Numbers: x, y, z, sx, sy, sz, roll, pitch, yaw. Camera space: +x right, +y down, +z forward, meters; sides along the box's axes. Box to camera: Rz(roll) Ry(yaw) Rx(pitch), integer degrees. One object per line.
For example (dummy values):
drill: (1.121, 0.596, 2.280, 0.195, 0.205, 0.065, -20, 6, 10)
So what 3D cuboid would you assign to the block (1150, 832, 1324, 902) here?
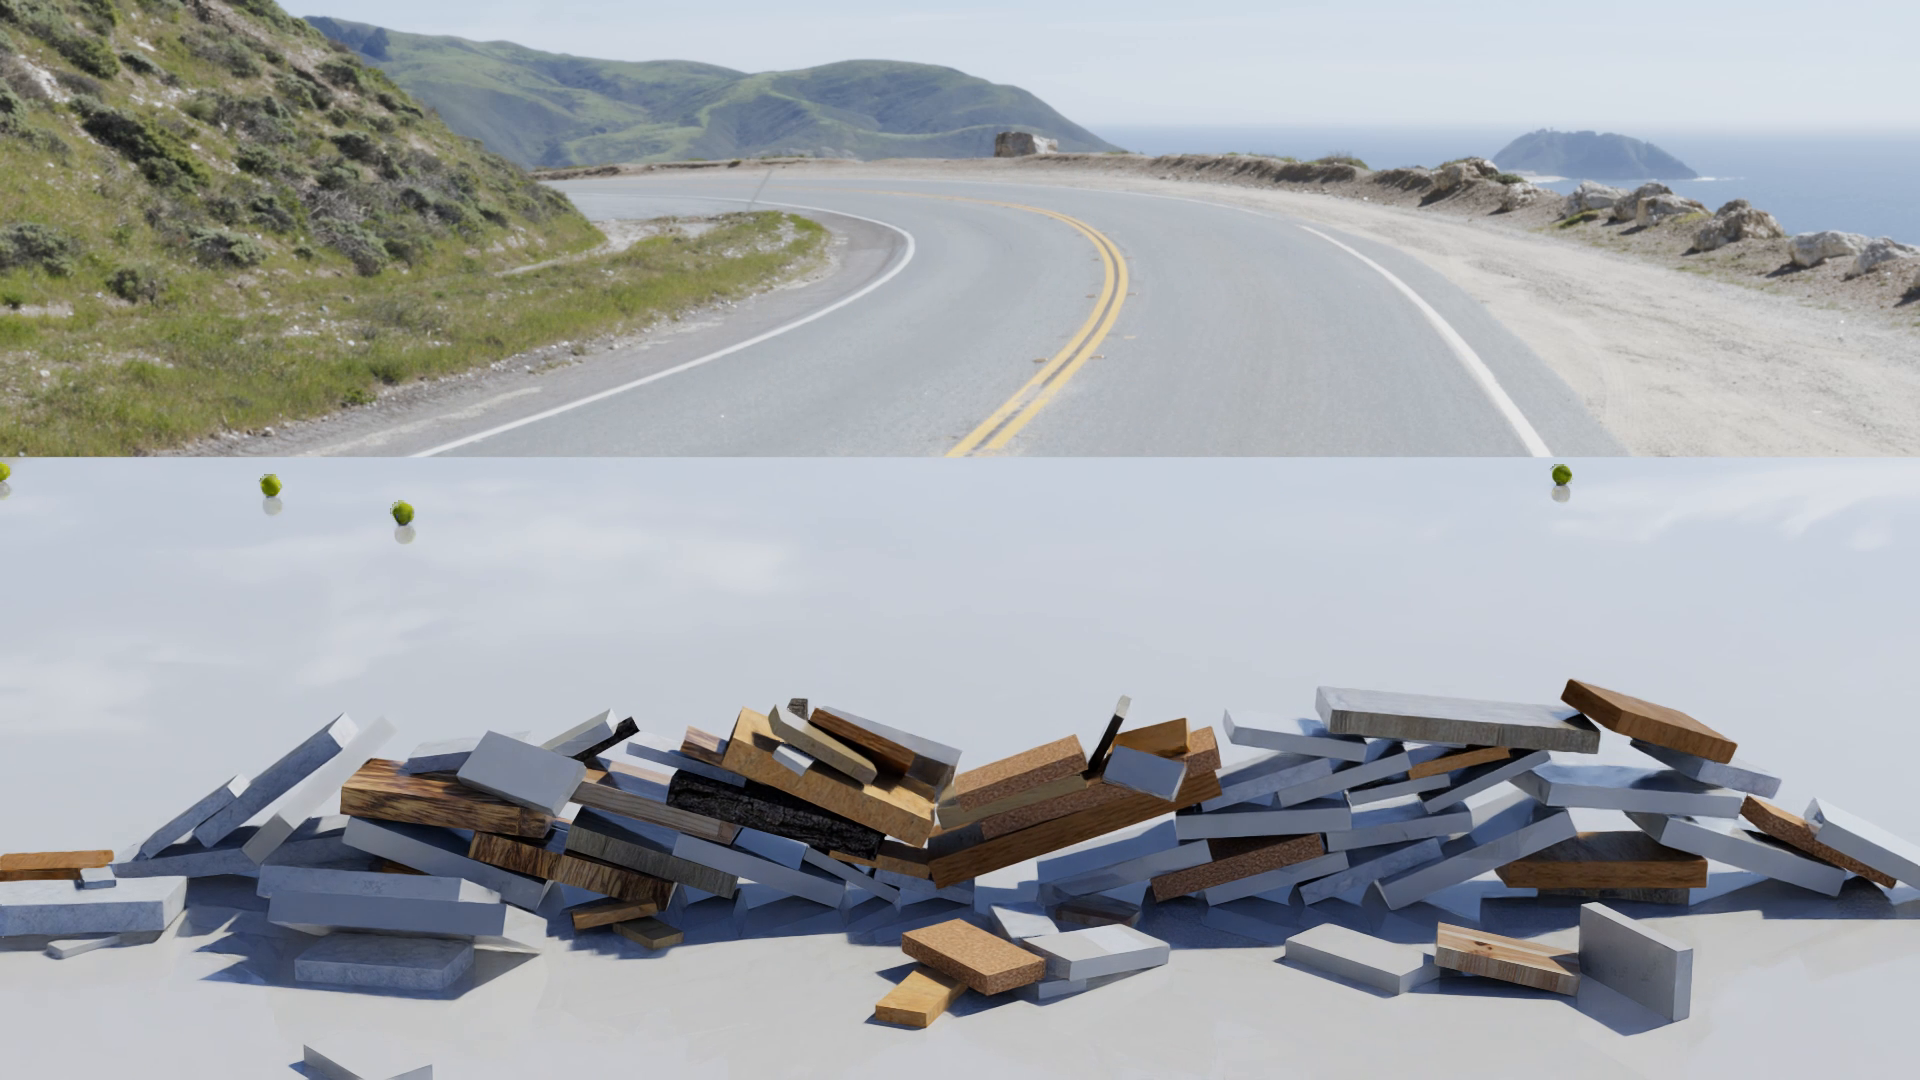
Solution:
block: (0.452, 0.522, 3.660, 0.283, 0.040, 0.142, -16, 10, 2)

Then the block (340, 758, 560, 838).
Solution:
block: (-0.837, 0.426, 3.646, 0.333, 0.047, 0.167, 7, 11, 0)

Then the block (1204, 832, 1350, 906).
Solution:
block: (0.518, 0.543, 3.660, 0.238, 0.034, 0.119, -16, 10, 2)

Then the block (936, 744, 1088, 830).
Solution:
block: (0.088, 0.406, 3.614, 0.247, 0.035, 0.123, -17, 10, 10)

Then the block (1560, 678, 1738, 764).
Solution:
block: (1.142, 0.301, 3.646, 0.273, 0.039, 0.136, 16, 12, -29)

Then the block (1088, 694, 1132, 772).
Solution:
block: (0.243, 0.316, 3.591, 0.017, 0.121, 0.061, 26, 32, 2)

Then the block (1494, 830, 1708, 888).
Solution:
block: (1.054, 0.532, 3.663, 0.325, 0.046, 0.162, 0, 10, -2)

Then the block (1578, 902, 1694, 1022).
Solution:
block: (0.991, 0.618, 3.234, 0.030, 0.105, 0.210, -5, 11, -23)

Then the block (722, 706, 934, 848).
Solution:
block: (-0.212, 0.389, 3.617, 0.352, 0.050, 0.176, 24, 11, -5)

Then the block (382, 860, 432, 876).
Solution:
block: (-0.860, 0.559, 3.658, 0.182, 0.026, 0.091, 12, 12, -1)

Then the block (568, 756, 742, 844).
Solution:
block: (-0.501, 0.430, 3.657, 0.285, 0.040, 0.143, 15, 10, 3)

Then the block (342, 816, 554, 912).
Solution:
block: (-0.839, 0.512, 3.656, 0.333, 0.047, 0.166, 20, 10, -3)

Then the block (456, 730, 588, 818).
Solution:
block: (-0.716, 0.381, 3.592, 0.192, 0.027, 0.096, 15, 54, 23)

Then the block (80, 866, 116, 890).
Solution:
block: (-1.398, 0.548, 3.565, 0.047, 0.013, 0.095, -3, 6, -26)

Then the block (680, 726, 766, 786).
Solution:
block: (-0.383, 0.353, 3.608, 0.151, 0.021, 0.076, 23, 12, -8)

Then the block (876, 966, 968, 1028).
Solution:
block: (-0.055, 0.665, 3.203, 0.079, 0.022, 0.158, 4, 11, 22)

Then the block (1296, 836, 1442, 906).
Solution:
block: (0.673, 0.531, 3.657, 0.238, 0.034, 0.119, -21, 10, 4)

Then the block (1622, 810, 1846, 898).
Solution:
block: (1.298, 0.507, 3.692, 0.325, 0.046, 0.162, 17, 9, -8)

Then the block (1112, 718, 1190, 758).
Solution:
block: (0.311, 0.331, 3.576, 0.127, 0.018, 0.063, -16, 36, 18)

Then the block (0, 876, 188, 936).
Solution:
block: (-1.425, 0.584, 3.510, 0.334, 0.047, 0.167, -1, 5, -7)

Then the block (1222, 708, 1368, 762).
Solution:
block: (0.548, 0.319, 3.609, 0.219, 0.031, 0.109, 8, 11, -3)

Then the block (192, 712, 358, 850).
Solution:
block: (-1.165, 0.409, 3.753, 0.285, 0.040, 0.143, -36, 10, 2)

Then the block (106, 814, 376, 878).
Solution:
block: (-1.198, 0.522, 3.744, 0.458, 0.040, 0.143, -7, 9, 4)

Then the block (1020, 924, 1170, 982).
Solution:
block: (0.205, 0.622, 3.326, 0.214, 0.030, 0.107, 1, 9, -42)

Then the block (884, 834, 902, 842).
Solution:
block: (-0.175, 0.530, 3.939, 0.131, 0.018, 0.065, 10, 14, 42)

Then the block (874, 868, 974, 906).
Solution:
block: (-0.059, 0.560, 3.648, 0.166, 0.024, 0.083, 15, 10, -2)

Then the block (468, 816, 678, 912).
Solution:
block: (-0.632, 0.523, 3.658, 0.333, 0.047, 0.166, 16, 10, -2)

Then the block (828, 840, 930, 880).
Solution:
block: (-0.132, 0.518, 3.634, 0.167, 0.024, 0.083, 13, 10, -4)

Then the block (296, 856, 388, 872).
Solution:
block: (-1.050, 0.547, 3.674, 0.182, 0.026, 0.091, -6, 10, 12)

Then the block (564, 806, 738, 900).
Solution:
block: (-0.503, 0.512, 3.656, 0.285, 0.040, 0.143, 18, 10, -3)

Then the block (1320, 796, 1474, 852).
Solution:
block: (0.717, 0.465, 3.645, 0.238, 0.034, 0.119, -9, 11, 2)

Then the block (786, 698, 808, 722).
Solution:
block: (-0.332, 0.401, 4.365, 0.033, 0.117, 0.235, 1, 11, 3)

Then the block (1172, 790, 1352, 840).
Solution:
block: (0.497, 0.448, 3.648, 0.283, 0.040, 0.142, -3, 11, 3)

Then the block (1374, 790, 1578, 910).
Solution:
block: (0.842, 0.506, 3.650, 0.325, 0.046, 0.162, -23, 10, 4)

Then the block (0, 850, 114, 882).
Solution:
block: (-1.553, 0.560, 3.762, 0.181, 0.026, 0.090, -1, 11, -6)

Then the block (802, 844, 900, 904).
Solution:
block: (-0.178, 0.543, 3.655, 0.166, 0.024, 0.083, 27, 10, -4)

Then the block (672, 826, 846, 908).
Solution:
block: (-0.327, 0.527, 3.659, 0.285, 0.040, 0.143, 18, 10, -2)

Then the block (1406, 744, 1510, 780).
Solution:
block: (0.813, 0.354, 3.624, 0.165, 0.023, 0.082, -13, 10, 3)

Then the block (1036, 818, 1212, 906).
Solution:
block: (0.271, 0.531, 3.664, 0.284, 0.040, 0.142, -16, 10, 3)
